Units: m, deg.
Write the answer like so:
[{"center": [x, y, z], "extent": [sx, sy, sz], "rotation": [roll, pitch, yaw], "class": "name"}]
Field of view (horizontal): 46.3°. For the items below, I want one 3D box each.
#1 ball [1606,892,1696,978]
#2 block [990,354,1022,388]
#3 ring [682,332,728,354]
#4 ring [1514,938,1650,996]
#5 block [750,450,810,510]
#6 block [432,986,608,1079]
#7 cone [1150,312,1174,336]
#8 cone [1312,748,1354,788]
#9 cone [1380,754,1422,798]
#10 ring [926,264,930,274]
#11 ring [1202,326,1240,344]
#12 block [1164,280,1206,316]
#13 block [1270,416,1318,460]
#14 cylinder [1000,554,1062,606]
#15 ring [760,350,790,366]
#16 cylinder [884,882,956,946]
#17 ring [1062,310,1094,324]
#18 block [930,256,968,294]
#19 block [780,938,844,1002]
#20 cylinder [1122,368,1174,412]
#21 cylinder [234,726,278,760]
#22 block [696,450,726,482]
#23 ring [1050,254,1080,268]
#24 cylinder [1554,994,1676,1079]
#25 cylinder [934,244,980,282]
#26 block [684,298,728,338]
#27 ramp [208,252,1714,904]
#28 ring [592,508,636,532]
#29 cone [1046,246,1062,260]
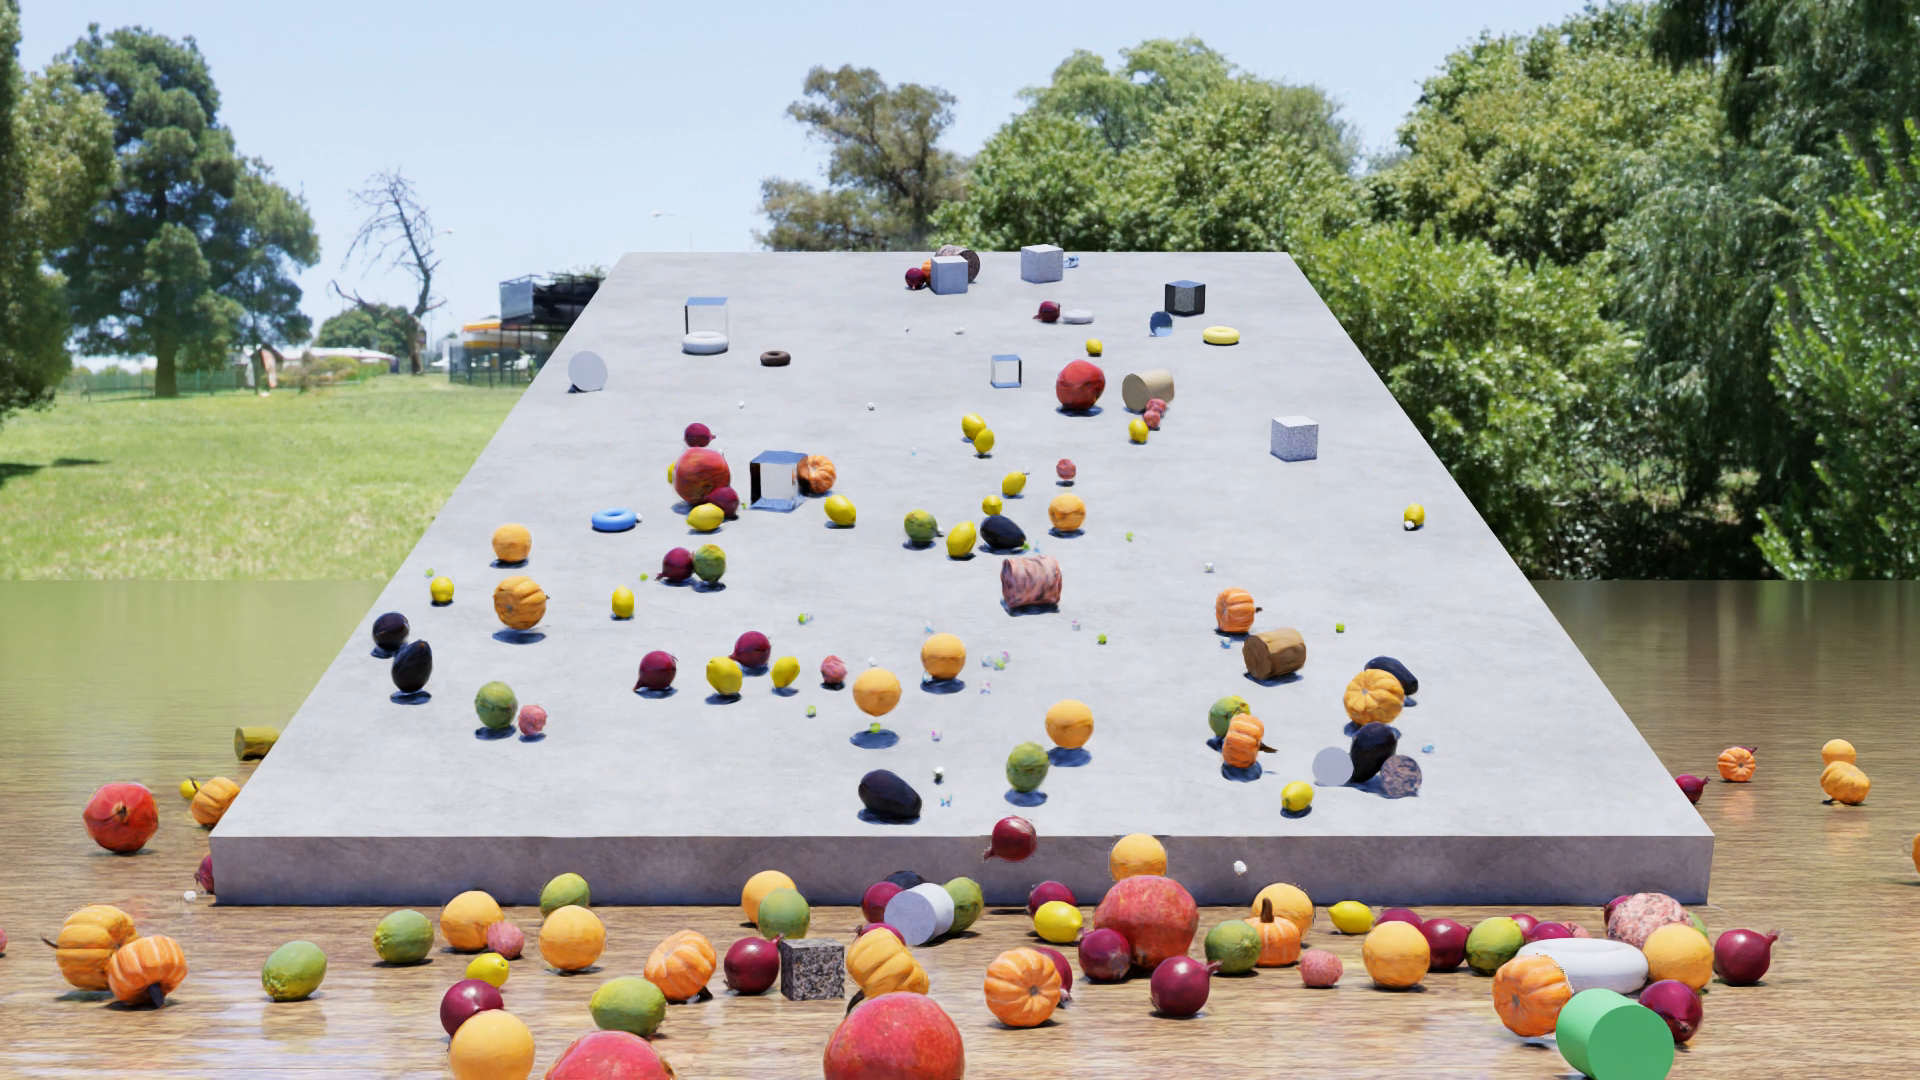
[{"center": [0.757, 0.433, 2.457], "extent": [0.093, 0.093, 0.093], "rotation": [0, -1, 0], "class": "ball"}, {"center": [0.108, -0.397, 5.256], "extent": [0.061, 0.061, 0.061], "rotation": [-4, 19, -11], "class": "block"}, {"center": [-0.632, -0.490, 5.569], "extent": [0.117, 0.039, 0.117], "rotation": [1, 18, 0], "class": "ring"}, {"center": [0.662, 0.456, 2.391], "extent": [0.140, 0.047, 0.140], "rotation": [-1, -1, 0], "class": "ring"}, {"center": [-0.351, -0.118, 4.371], "extent": [0.089, 0.089, 0.089], "rotation": [5, 19, 15], "class": "block"}, {"center": [-0.371, 0.448, 1.901], "extent": [0.087, 0.087, 0.087], "rotation": [18, -27, 32], "class": "block"}, {"center": [0.502, -0.545, 5.752], "extent": [0.067, 0.067, 0.067], "rotation": [0, -9, -20], "class": "cone"}, {"center": [0.524, 0.321, 3.156], "extent": [0.056, 0.056, 0.056], "rotation": [0, -8, 9], "class": "cone"}, {"center": [0.606, 0.330, 3.125], "extent": [0.060, 0.060, 0.060], "rotation": [0, -8, -5], "class": "cone"}, {"center": [-0.053, -0.780, 6.456], "extent": [0.093, 0.031, 0.093], "rotation": [0, 17, 0], "class": "ring"}, {"center": [0.660, -0.516, 5.664], "extent": [0.094, 0.031, 0.094], "rotation": [1, 19, 0], "class": "ring"}, {"center": [0.600, -0.645, 5.979], "extent": [0.076, 0.076, 0.076], "rotation": [-17, 25, -41], "class": "block"}, {"center": [0.700, -0.214, 4.692], "extent": [0.072, 0.072, 0.072], "rotation": [-6, 19, -18], "class": "block"}, {"center": [0.121, 0.069, 3.818], "extent": [0.083, 0.083, 0.083], "rotation": [-5, 0, -15], "class": "cylinder"}, {"center": [-0.448, -0.441, 5.443], "extent": [0.075, 0.025, 0.075], "rotation": [0, 20, 0], "class": "ring"}, {"center": [-0.048, 0.450, 2.699], "extent": [0.066, 0.066, 0.066], "rotation": [0, 2, 21], "class": "cylinder"}, {"center": [0.308, -0.583, 5.871], "extent": [0.081, 0.027, 0.081], "rotation": [0, 17, 0], "class": "ring"}, {"center": [-0.030, -0.739, 6.245], "extent": [0.085, 0.085, 0.085], "rotation": [-5, 19, -14], "class": "block"}, {"center": [-0.155, 0.451, 2.356], "extent": [0.055, 0.055, 0.055], "rotation": [0, -1, -18], "class": "block"}, {"center": [0.423, -0.338, 5.042], "extent": [0.085, 0.085, 0.085], "rotation": [-15, 8, -38], "class": "cylinder"}, {"center": [-1.674, 0.484, 5.335], "extent": [0.079, 0.079, 0.079], "rotation": [1, -1, -36], "class": "cylinder"}, {"center": [-0.503, -0.149, 4.521], "extent": [0.053, 0.053, 0.053], "rotation": [0, 18, -1], "class": "block"}, {"center": [0.308, -0.820, 6.579], "extent": [0.087, 0.029, 0.087], "rotation": [1, 18, 0], "class": "ring"}, {"center": [0.567, 0.434, 1.943], "extent": [0.077, 0.077, 0.077], "rotation": [0, -9, -9], "class": "cylinder"}, {"center": [-0.009, -0.783, 6.360], "extent": [0.096, 0.096, 0.096], "rotation": [1, 15, -37], "class": "cylinder"}, {"center": [-0.639, -0.554, 5.667], "extent": [0.098, 0.098, 0.098], "rotation": [0, 18, 0], "class": "block"}, {"center": [-0.004, -0.191, 4.891], "extent": [2.000, 0.100, 4.000], "rotation": [0, 18, 0], "class": "ramp"}, {"center": [-0.653, -0.039, 4.230], "extent": [0.084, 0.028, 0.084], "rotation": [-1, 19, 0], "class": "ring"}, {"center": [0.267, -0.844, 6.657], "extent": [0.054, 0.054, 0.054], "rotation": [1, 3, -40], "class": "cone"}]
